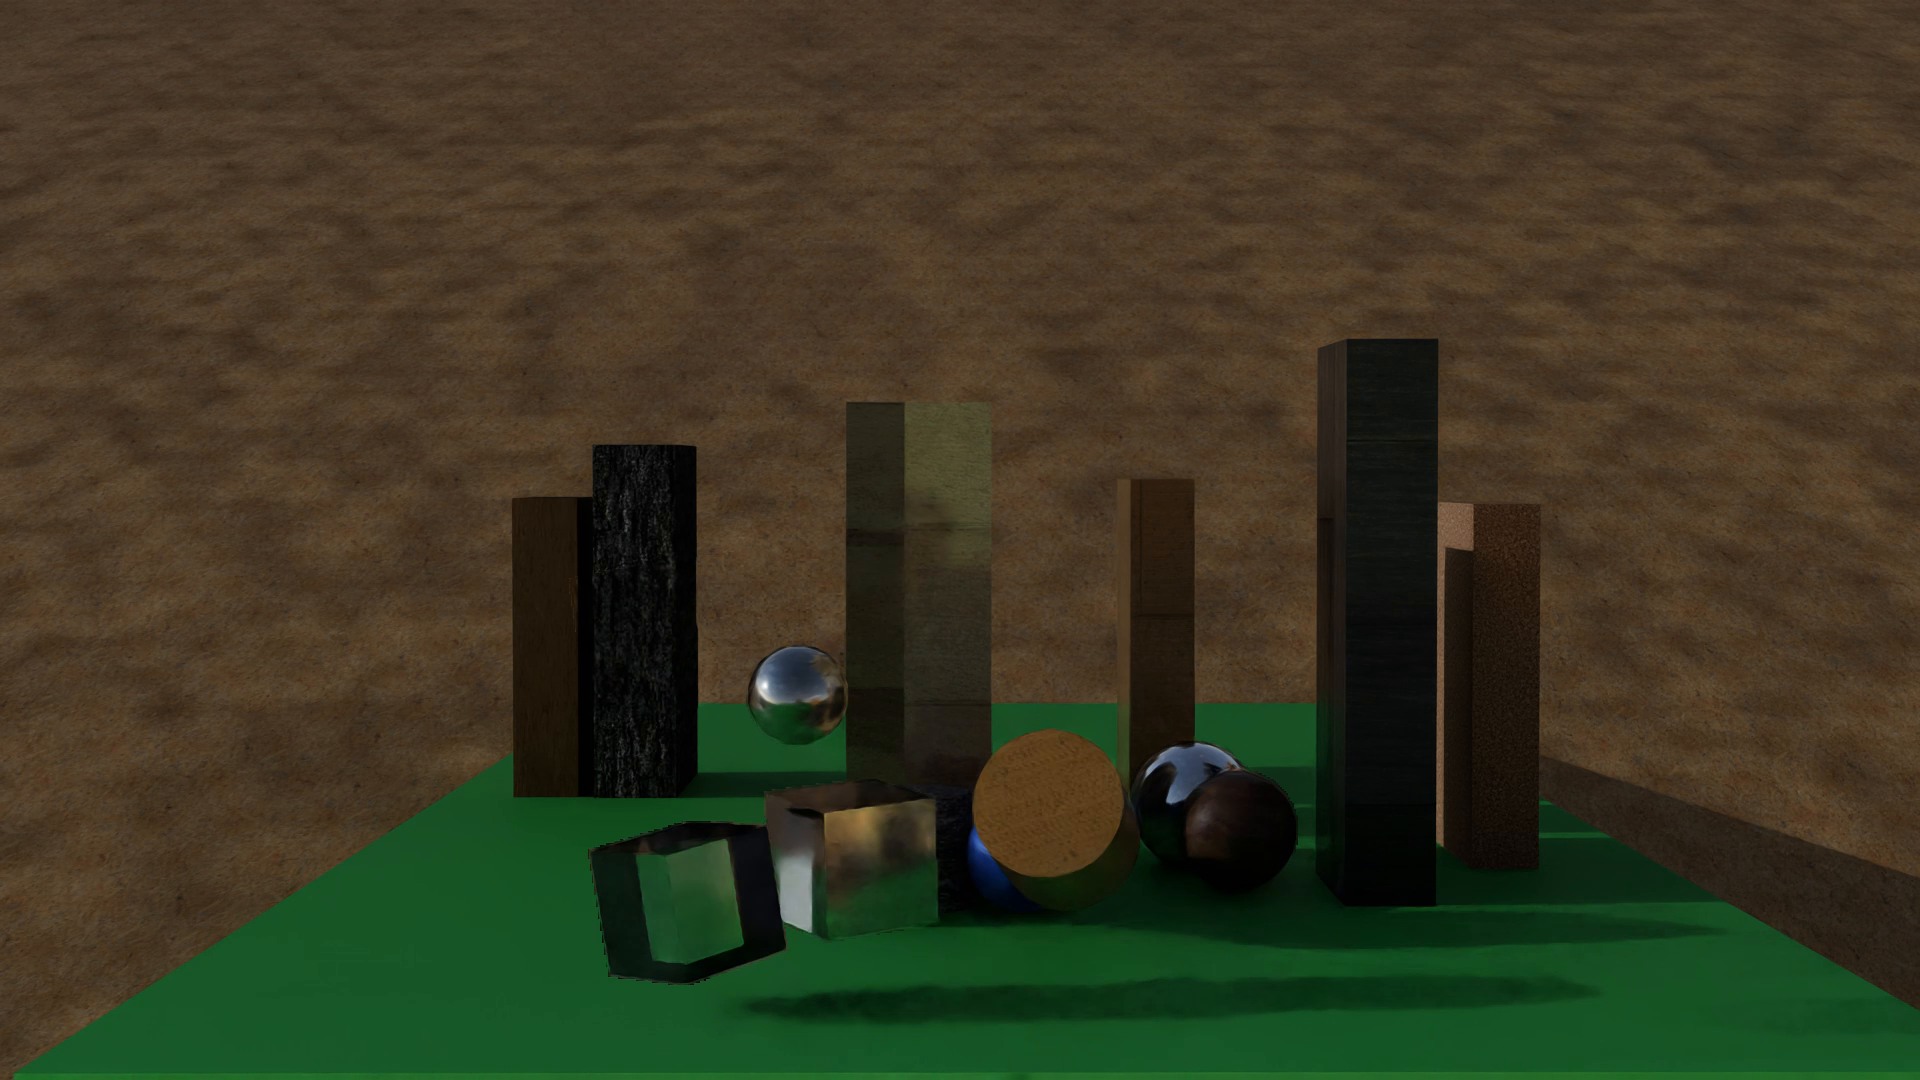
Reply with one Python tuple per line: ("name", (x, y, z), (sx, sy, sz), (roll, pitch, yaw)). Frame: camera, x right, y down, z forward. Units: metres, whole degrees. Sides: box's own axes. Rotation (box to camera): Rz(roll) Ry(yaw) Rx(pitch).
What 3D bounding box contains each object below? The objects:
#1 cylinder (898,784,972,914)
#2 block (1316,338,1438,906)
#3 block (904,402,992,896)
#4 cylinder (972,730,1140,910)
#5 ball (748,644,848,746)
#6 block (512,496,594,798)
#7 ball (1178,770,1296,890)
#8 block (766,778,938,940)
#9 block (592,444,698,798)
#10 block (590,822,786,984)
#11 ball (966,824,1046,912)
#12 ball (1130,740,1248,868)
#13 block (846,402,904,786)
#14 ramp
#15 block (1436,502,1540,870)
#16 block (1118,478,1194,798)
("cylinder", (-0.062, 0.423, 3.537), (0.156, 0.156, 0.156), (0, 2, 0))
("block", (0.589, 0.110, 3.663), (0.125, 0.775, 0.285), (0, 2, 0))
("block", (-0.017, 0.148, 3.804), (0.121, 0.691, 0.393), (0, 2, 0))
("cylinder", (0.126, 0.362, 3.315), (0.191, 0.191, 0.191), (-4, 69, 9))
("ball", (-0.232, 0.222, 3.696), (0.145, 0.145, 0.145), (0, 25, 0))
("block", (-0.755, 0.193, 4.822), (0.118, 0.545, 0.261), (0, 2, 0))
("ball", (0.394, 0.413, 3.671), (0.169, 0.169, 0.169), (0, 25, 0))
("block", (-0.122, 0.356, 2.896), (0.141, 0.141, 0.141), (-5, 7, -31))
("block", (-0.591, 0.143, 4.870), (0.150, 0.642, 0.384), (0, 2, 0))
("block", (-0.301, 0.399, 2.858), (0.140, 0.140, 0.140), (-12, 5, -43))
("ball", (0.085, 0.425, 3.487), (0.155, 0.155, 0.155), (0, 25, 0))
("ball", (0.351, 0.396, 3.870), (0.190, 0.190, 0.190), (0, 25, 0))
("block", (-0.149, 0.109, 4.748), (0.102, 0.716, 0.429), (0, 2, 0))
("ramp", (0.058, 0.522, 4.561), (2.000, 0.100, 4.000), (0, 2, 0))
("block", (0.815, 0.215, 3.999), (0.100, 0.545, 0.306), (0, 2, 0))
("block", (0.328, 0.188, 4.349), (0.105, 0.581, 0.335), (0, 2, 0))
